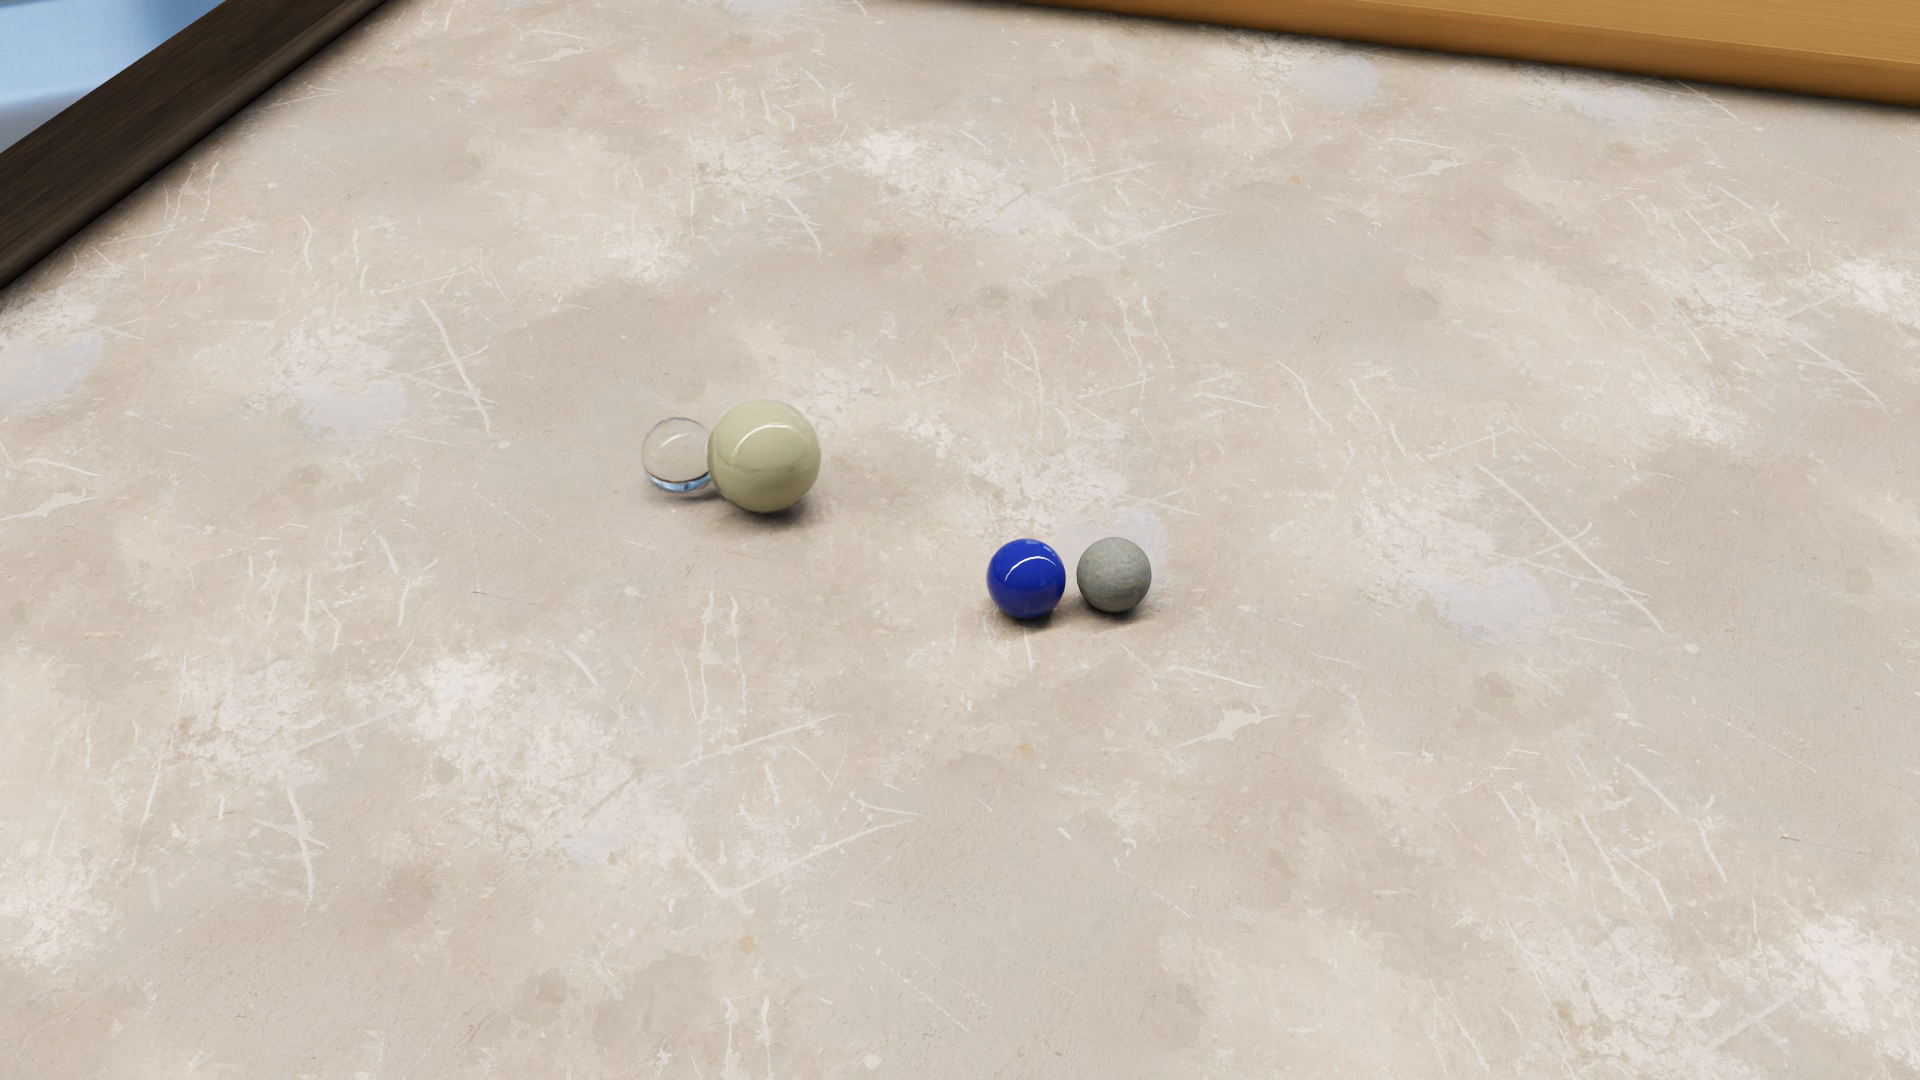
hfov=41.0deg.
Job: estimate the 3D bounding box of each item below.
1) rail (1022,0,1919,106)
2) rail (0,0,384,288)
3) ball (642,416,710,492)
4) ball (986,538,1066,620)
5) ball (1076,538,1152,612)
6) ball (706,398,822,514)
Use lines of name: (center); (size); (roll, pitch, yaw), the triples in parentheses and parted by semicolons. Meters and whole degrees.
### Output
rail: (1.325, -0.466, 2.684); (4.092, 0.122, 0.045); (10, 35, 14)
rail: (-0.953, -0.188, 2.262); (0.045, 0.122, 2.377); (10, 35, 14)
ball: (-0.234, -0.071, 2.141); (0.063, 0.063, 0.063); (0, 33, 0)
ball: (0.051, 0.030, 1.988); (0.063, 0.063, 0.063); (0, 33, 0)
ball: (0.120, 0.027, 1.996); (0.059, 0.059, 0.059); (0, 33, 0)
ball: (-0.161, -0.069, 2.110); (0.094, 0.094, 0.094); (0, 33, 0)
